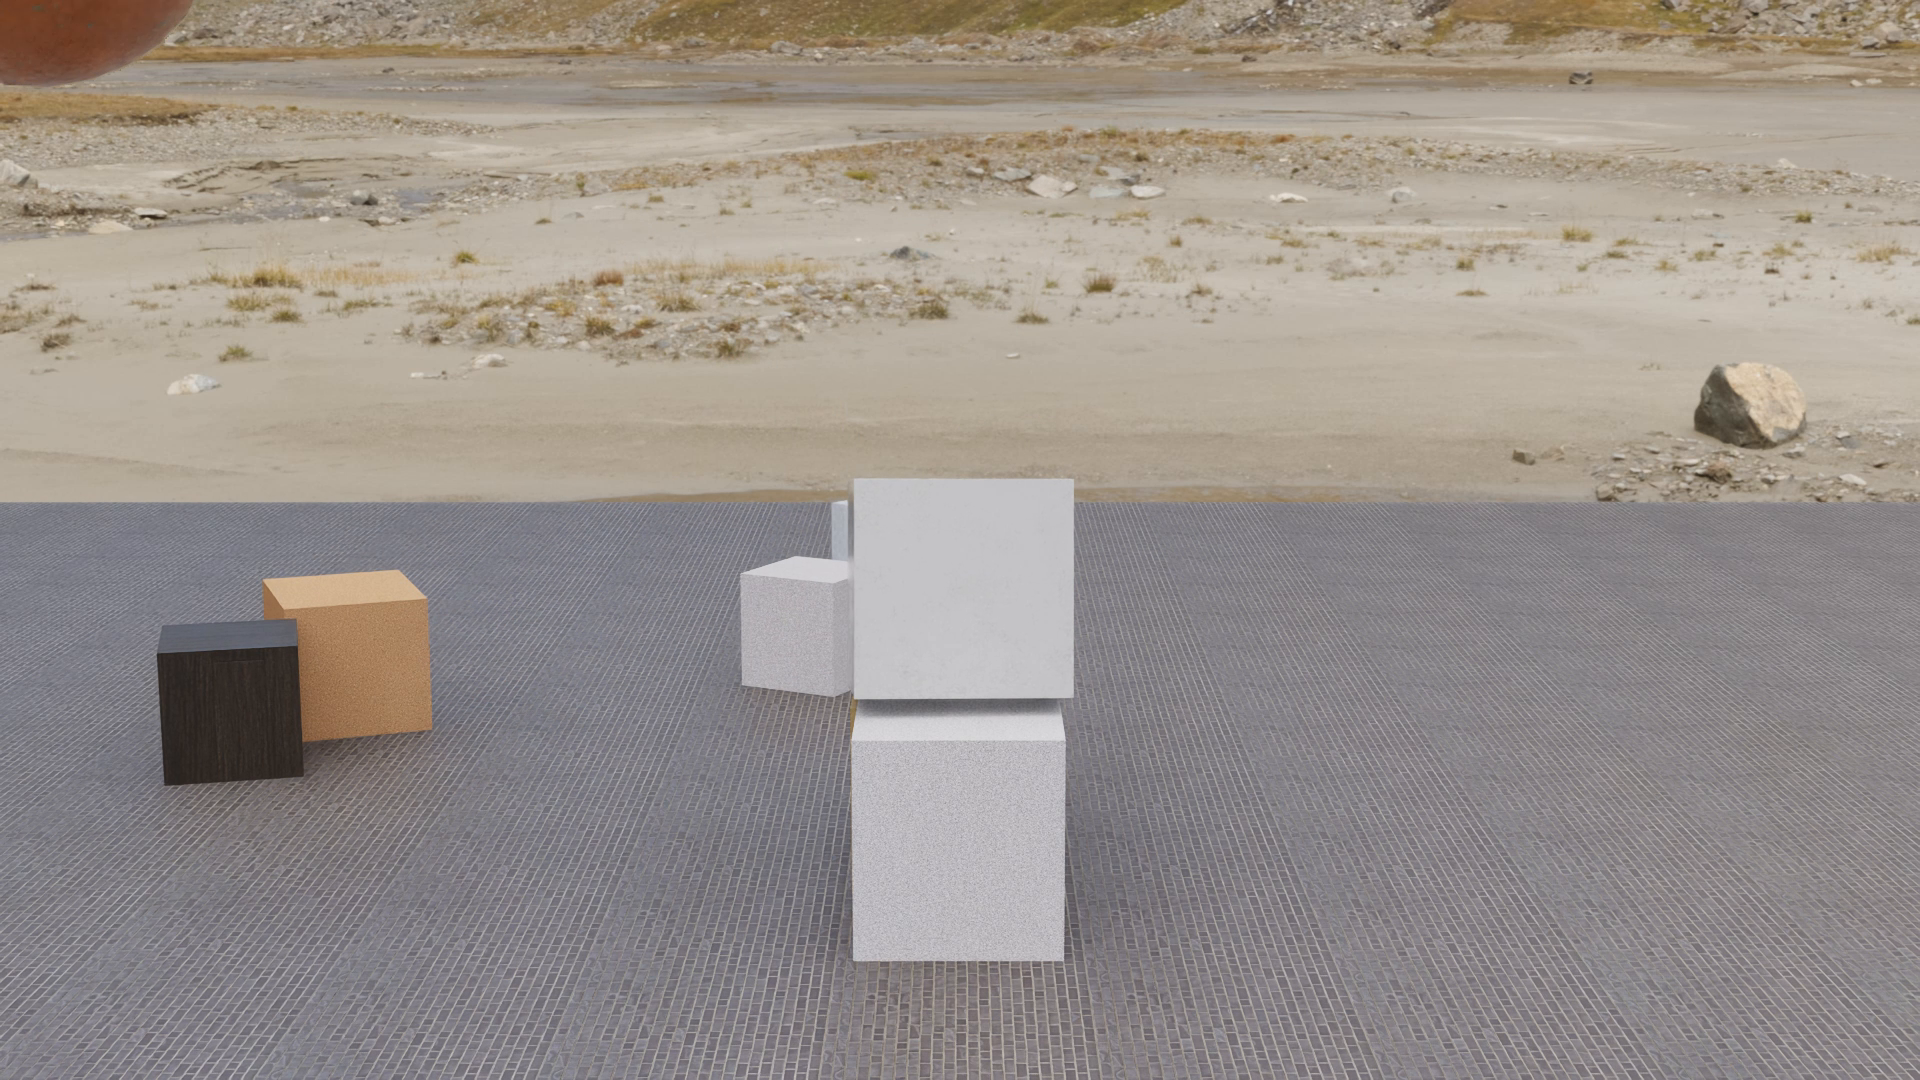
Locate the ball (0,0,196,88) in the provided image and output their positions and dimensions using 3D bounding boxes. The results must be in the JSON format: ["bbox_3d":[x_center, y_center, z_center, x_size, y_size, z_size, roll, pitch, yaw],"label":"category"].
[{"bbox_3d":[-3.903,-2.699,10.690,1.600,1.600,1.600,0,10,0],"label":"ball"}]

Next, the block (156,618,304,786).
[{"bbox_3d":[-3.732,0.821,13.156,0.676,0.679,0.676,-3,11,-14],"label":"block"}]

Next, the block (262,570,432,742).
[{"bbox_3d":[-3.374,0.624,14.104,0.753,0.726,0.881,-4,11,-22],"label":"block"}]

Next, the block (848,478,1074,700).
[{"bbox_3d":[-0.016,0.192,10.938,0.897,0.896,0.965,0,1,-4],"label":"block"}]

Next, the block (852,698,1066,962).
[{"bbox_3d":[-0.005,1.164,10.617,0.846,0.911,0.848,0,10,0],"label":"block"}]

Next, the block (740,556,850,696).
[{"bbox_3d":[-0.850,0.496,14.989,0.622,0.661,0.613,5,12,27],"label":"block"}]

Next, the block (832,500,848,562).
[{"bbox_3d":[-0.422,0.027,17.795,0.675,0.580,0.641,10,14,43],"label":"block"}]

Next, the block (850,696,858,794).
[{"bbox_3d":[-0.023,1.058,11.429,0.896,0.829,0.775,0,10,0],"label":"block"}]
